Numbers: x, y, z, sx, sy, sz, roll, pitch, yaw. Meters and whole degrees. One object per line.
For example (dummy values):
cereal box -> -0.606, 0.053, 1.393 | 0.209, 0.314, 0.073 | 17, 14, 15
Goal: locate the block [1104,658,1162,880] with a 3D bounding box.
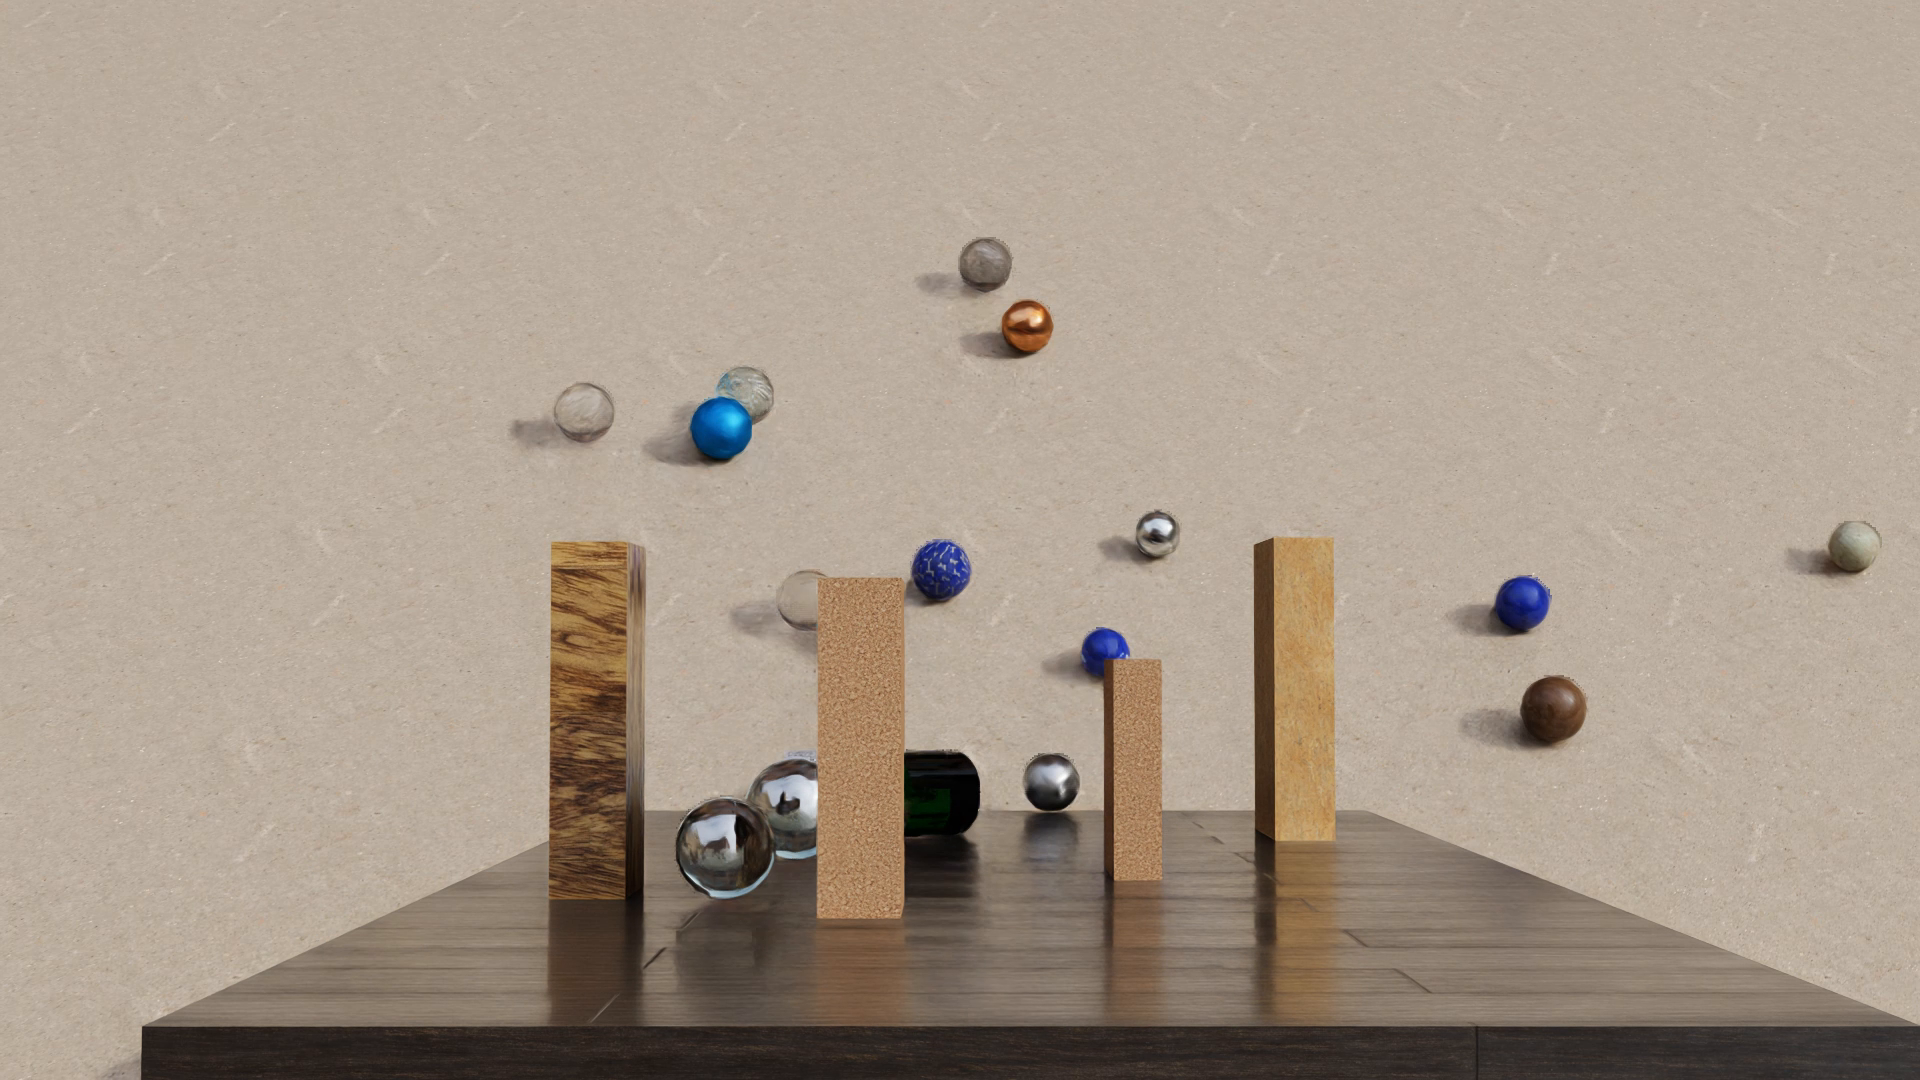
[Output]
block -> 0.328, 0.431, 4.963 | 0.089, 0.407, 0.324 | 0, -2, 0

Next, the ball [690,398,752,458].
ball -> -0.763, -0.358, 8.323 | 0.197, 0.197, 0.197 | 0, 37, 0

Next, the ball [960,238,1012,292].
ball -> 0.091, -0.966, 9.143 | 0.187, 0.187, 0.187 | 0, 37, 0

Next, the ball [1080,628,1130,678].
ball -> 0.416, 0.324, 7.458 | 0.140, 0.140, 0.140 | 0, 37, 0

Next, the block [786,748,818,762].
block -> -0.357, 0.636, 6.866 | 0.162, 0.162, 0.162 | -1, -3, 18

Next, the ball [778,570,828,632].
ball -> -0.445, 0.178, 7.620 | 0.181, 0.181, 0.181 | 0, 37, 0

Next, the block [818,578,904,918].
block -> -0.160, 0.335, 4.262 | 0.132, 0.538, 0.289 | 0, -2, 0

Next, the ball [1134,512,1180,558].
ball -> 0.602, -0.017, 7.914 | 0.140, 0.140, 0.140 | 0, 37, 0

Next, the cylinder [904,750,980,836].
cylinder -> -0.088, 0.581, 5.972 | 0.193, 0.193, 0.193 | 2, 30, -37

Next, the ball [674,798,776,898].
ball -> -0.401, 0.526, 4.444 | 0.172, 0.172, 0.172 | 0, 37, 0

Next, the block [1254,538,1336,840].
block -> 0.770, 0.341, 6.016 | 0.134, 0.678, 0.400 | 0, -2, 0

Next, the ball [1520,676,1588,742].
ball -> 1.650, 0.470, 7.229 | 0.181, 0.181, 0.181 | 0, 37, 0

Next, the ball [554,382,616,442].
ball -> -1.212, -0.412, 8.398 | 0.194, 0.194, 0.194 | 0, 37, 0

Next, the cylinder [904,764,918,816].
cylinder -> -0.187, 0.640, 6.667 | 0.130, 0.130, 0.130 | 0, 36, 14

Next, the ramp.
ramp -> 0.081, 0.683, 4.917 | 2.000, 0.100, 4.000 | 0, -2, 0

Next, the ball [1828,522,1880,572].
ball -> 2.701, 0.020, 7.857 | 0.149, 0.149, 0.149 | 0, 37, 0

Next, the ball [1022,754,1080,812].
ball -> 0.240, 0.640, 6.866 | 0.153, 0.153, 0.153 | 0, 37, 0

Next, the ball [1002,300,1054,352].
ball -> 0.228, -0.724, 8.829 | 0.177, 0.177, 0.177 | 0, 37, 0

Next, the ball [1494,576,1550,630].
ball -> 1.649, 0.186, 7.628 | 0.157, 0.157, 0.157 | 0, 37, 0

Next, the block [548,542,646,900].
block -> -0.635, 0.313, 4.570 | 0.130, 0.610, 0.262 | 0, -2, 0

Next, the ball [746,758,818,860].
ball -> -0.334, 0.546, 5.280 | 0.206, 0.206, 0.206 | 0, 37, 0

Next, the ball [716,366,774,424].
ball -> -0.701, -0.469, 8.473 | 0.193, 0.193, 0.193 | 0, 37, 0

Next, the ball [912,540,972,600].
ball -> -0.055, 0.090, 7.740 | 0.177, 0.177, 0.177 | 0, 37, 0
